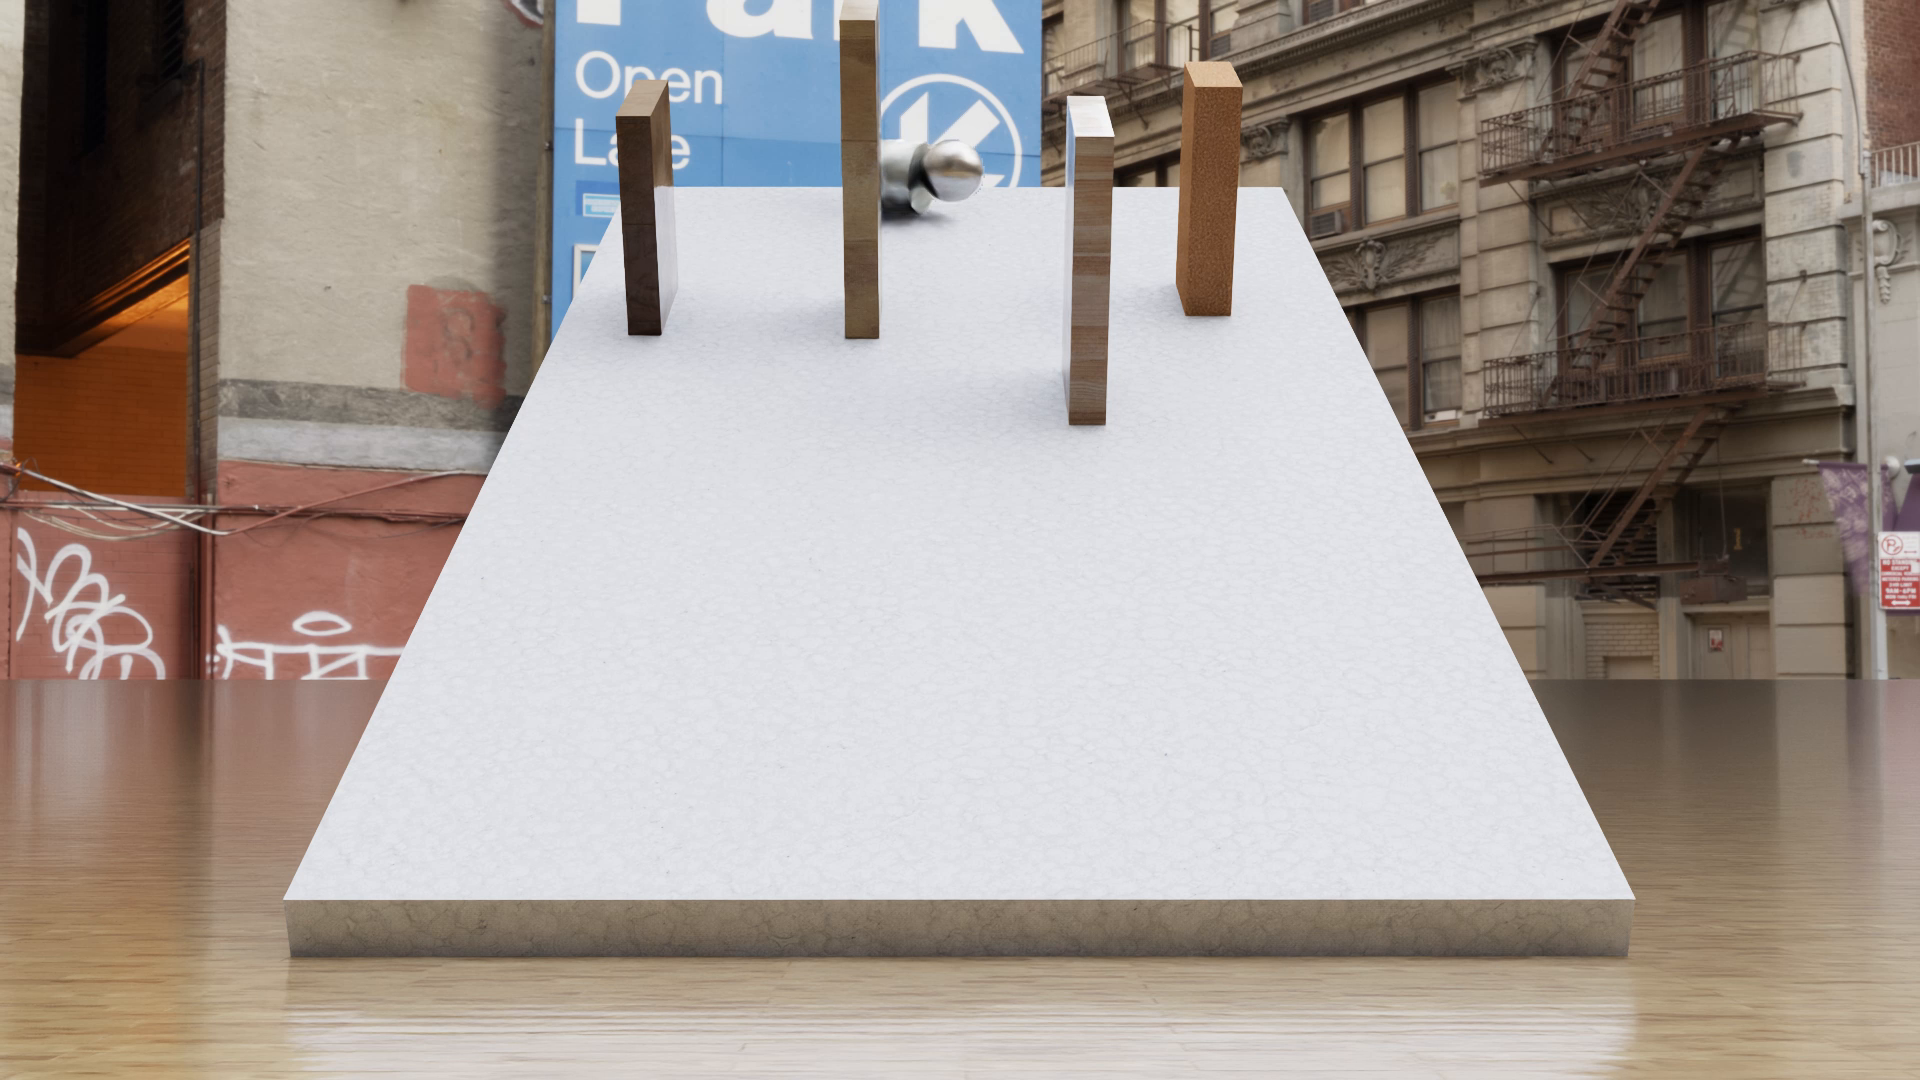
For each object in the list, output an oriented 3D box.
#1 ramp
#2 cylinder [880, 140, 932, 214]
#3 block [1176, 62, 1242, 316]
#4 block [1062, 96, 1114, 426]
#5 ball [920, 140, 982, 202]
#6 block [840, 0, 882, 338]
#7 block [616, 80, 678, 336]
[{"bbox_3d":[-0.008,-0.228,5.285,2.000,0.100,4.000,0,24,0],"label":"ramp"},{"bbox_3d":[-0.205,-1.069,6.807,0.207,0.207,0.207,8,0,21],"label":"cylinder"},{"bbox_3d":[0.636,-0.903,5.965,0.117,0.591,0.289,0,24,0],"label":"block"},{"bbox_3d":[0.287,-0.637,5.273,0.084,0.660,0.377,0,24,0],"label":"block"},{"bbox_3d":[-0.025,-1.069,6.730,0.180,0.180,0.180,0,-3,0],"label":"ball"},{"bbox_3d":[-0.243,-0.929,5.773,0.085,0.789,0.328,0,24,0],"label":"block"},{"bbox_3d":[-0.788,-0.845,5.872,0.084,0.554,0.397,0,24,0],"label":"block"}]
